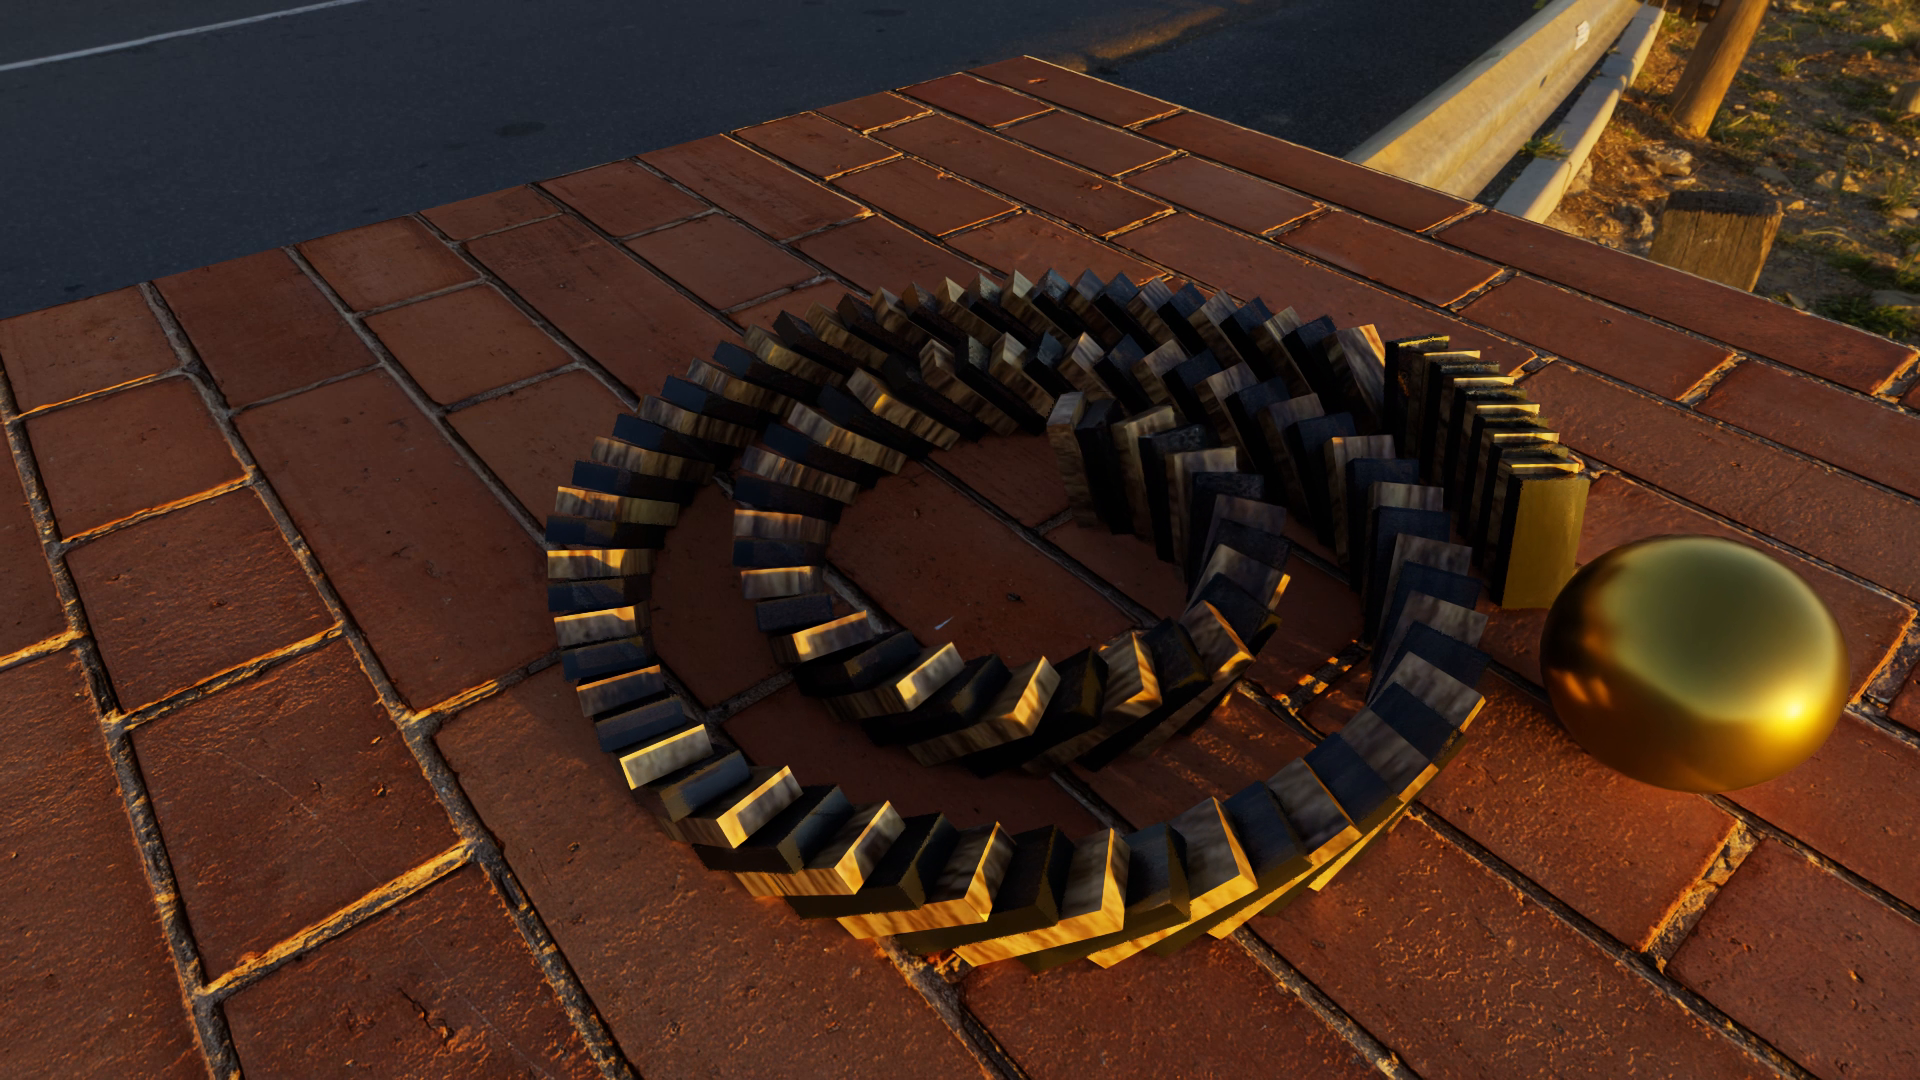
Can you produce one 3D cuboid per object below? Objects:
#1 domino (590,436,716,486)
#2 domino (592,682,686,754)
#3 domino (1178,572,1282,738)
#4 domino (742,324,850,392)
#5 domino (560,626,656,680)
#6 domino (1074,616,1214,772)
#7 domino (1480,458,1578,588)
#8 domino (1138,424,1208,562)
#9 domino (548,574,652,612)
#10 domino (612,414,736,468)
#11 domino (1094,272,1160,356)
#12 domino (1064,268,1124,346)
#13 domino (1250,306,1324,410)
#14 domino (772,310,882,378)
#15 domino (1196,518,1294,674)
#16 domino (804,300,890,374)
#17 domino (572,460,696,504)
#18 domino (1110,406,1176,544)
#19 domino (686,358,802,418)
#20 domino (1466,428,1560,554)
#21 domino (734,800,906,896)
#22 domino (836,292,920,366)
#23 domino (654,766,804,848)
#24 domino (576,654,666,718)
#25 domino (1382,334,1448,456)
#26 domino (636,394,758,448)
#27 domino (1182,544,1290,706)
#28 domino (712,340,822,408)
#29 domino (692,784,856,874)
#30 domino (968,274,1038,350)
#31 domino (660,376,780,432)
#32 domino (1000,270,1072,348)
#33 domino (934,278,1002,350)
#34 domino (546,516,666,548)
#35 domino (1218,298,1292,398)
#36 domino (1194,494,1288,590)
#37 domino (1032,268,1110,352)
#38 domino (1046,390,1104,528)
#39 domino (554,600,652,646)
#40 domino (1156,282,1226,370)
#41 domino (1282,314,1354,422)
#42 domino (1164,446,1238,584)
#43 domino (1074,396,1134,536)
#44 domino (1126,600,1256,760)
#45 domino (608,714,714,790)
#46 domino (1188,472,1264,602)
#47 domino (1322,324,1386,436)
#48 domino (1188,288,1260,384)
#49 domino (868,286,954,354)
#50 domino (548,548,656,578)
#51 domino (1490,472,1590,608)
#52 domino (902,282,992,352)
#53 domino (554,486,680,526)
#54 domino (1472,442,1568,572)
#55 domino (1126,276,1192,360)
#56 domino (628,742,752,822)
[{"bbox_3d":[-0.127,-0.033,0.460,0.025,0.009,0.050,16,3,19],"label":"domino"},{"bbox_3d":[-0.103,0.056,0.352,0.025,0.009,0.050,-18,3,-19],"label":"domino"},{"bbox_3d":[0.082,0.039,0.370,0.009,0.050,0.025,24,15,-48],"label":"domino"},{"bbox_3d":[-0.077,-0.085,0.524,0.050,0.009,0.025,19,18,-47],"label":"domino"},{"bbox_3d":[-0.119,0.038,0.374,0.025,0.009,0.050,-11,2,-13],"label":"domino"},{"bbox_3d":[0.056,0.050,0.357,0.050,0.010,0.025,-42,36,20],"label":"domino"},{"bbox_3d":[0.216,-0.006,0.418,0.025,0.050,0.009,-1,19,-1],"label":"domino"},{"bbox_3d":[0.088,-0.019,0.436,0.025,0.050,0.009,-15,11,-18],"label":"domino"},{"bbox_3d":[-0.129,0.019,0.398,0.025,0.009,0.050,-4,1,-5],"label":"domino"},{"bbox_3d":[-0.122,-0.042,0.472,0.025,0.010,0.050,19,4,22],"label":"domino"},{"bbox_3d":[0.091,-0.109,0.554,0.050,0.010,0.025,44,44,-9],"label":"domino"},{"bbox_3d":[0.076,-0.112,0.557,0.050,0.009,0.025,42,42,-11],"label":"domino"},{"bbox_3d":[0.162,-0.084,0.524,0.025,0.010,0.050,-33,88,-34],"label":"domino"},{"bbox_3d":[-0.064,-0.092,0.532,0.050,0.009,0.025,21,21,-42],"label":"domino"},{"bbox_3d":[0.097,0.020,0.392,0.025,0.050,0.009,21,3,23],"label":"domino"},{"bbox_3d":[-0.050,-0.097,0.539,0.050,0.010,0.025,23,23,-38],"label":"domino"},{"bbox_3d":[-0.132,-0.023,0.448,0.025,0.009,0.050,12,1,15],"label":"domino"},{"bbox_3d":[0.079,-0.026,0.445,0.025,0.050,0.009,-24,18,-26],"label":"domino"},{"bbox_3d":[-0.098,-0.069,0.505,0.025,0.010,0.050,30,9,31],"label":"domino"},{"bbox_3d":[0.217,-0.019,0.434,0.025,0.050,0.009,-1,19,-1],"label":"domino"},{"bbox_3d":[-0.040,0.088,0.313,0.050,0.010,0.025,-20,20,45],"label":"domino"},{"bbox_3d":[-0.036,-0.102,0.544,0.050,0.010,0.025,25,25,-35],"label":"domino"},{"bbox_3d":[-0.069,0.078,0.325,0.025,0.009,0.050,-35,10,-35],"label":"domino"},{"bbox_3d":[-0.111,0.047,0.363,0.025,0.010,0.050,-15,2,-17],"label":"domino"},{"bbox_3d":[0.203,-0.065,0.490,0.025,0.050,0.009,-10,19,-13],"label":"domino"},{"bbox_3d":[-0.115,-0.052,0.483,0.025,0.009,0.050,23,5,25],"label":"domino"},{"bbox_3d":[0.091,0.029,0.381,0.025,0.050,0.010,28,5,30],"label":"domino"},{"bbox_3d":[-0.088,-0.077,0.515,0.025,0.009,0.050,35,12,35],"label":"domino"},{"bbox_3d":[-0.055,0.084,0.318,0.050,0.010,0.025,-18,18,48],"label":"domino"},{"bbox_3d":[0.027,-0.112,0.557,0.050,0.009,0.025,31,32,-24],"label":"domino"},{"bbox_3d":[-0.107,-0.060,0.494,0.025,0.009,0.050,25,7,27],"label":"domino"},{"bbox_3d":[0.043,-0.113,0.558,0.050,0.010,0.025,35,35,-21],"label":"domino"},{"bbox_3d":[0.011,-0.110,0.555,0.050,0.009,0.025,29,30,-27],"label":"domino"},{"bbox_3d":[-0.135,-0.003,0.423,0.025,0.010,0.050,5,0,7],"label":"domino"},{"bbox_3d":[0.149,-0.091,0.531,0.025,0.010,0.050,-36,90,-35],"label":"domino"},{"bbox_3d":[0.101,0.010,0.403,0.025,0.050,0.010,14,3,16],"label":"domino"},{"bbox_3d":[0.060,-0.113,0.558,0.050,0.010,0.025,38,38,-17],"label":"domino"},{"bbox_3d":[0.050,-0.033,0.451,0.010,0.050,0.025,-4,35,26],"label":"domino"},{"bbox_3d":[-0.124,0.028,0.386,0.025,0.010,0.050,-8,1,-10],"label":"domino"},{"bbox_3d":[0.121,-0.101,0.544,0.050,0.010,0.025,49,49,-4],"label":"domino"},{"bbox_3d":[0.175,-0.079,0.516,0.025,0.010,0.050,-26,84,-31],"label":"domino"},{"bbox_3d":[0.095,-0.010,0.426,0.025,0.050,0.010,-7,6,-9],"label":"domino"},{"bbox_3d":[0.063,-0.030,0.448,0.009,0.050,0.025,-4,32,35],"label":"domino"},{"bbox_3d":[0.070,0.046,0.361,0.009,0.050,0.025,30,21,-38],"label":"domino"},{"bbox_3d":[-0.094,0.064,0.341,0.025,0.009,0.050,-21,4,-23],"label":"domino"},{"bbox_3d":[0.100,0.000,0.415,0.025,0.050,0.010,2,3,2],"label":"domino"},{"bbox_3d":[0.189,-0.074,0.509,0.025,0.010,0.050,-14,78,-26],"label":"domino"},{"bbox_3d":[0.135,-0.096,0.538,0.050,0.009,0.025,51,51,-2],"label":"domino"},{"bbox_3d":[-0.021,-0.105,0.549,0.050,0.009,0.025,26,27,-33],"label":"domino"},{"bbox_3d":[-0.132,0.008,0.410,0.025,0.010,0.050,-1,0,-2],"label":"domino"},{"bbox_3d":[0.216,0.000,0.411,0.025,0.050,0.009,-1,19,-1],"label":"domino"},{"bbox_3d":[-0.005,-0.108,0.552,0.050,0.010,0.025,27,28,-30],"label":"domino"},{"bbox_3d":[-0.135,-0.013,0.436,0.025,0.010,0.050,9,1,12],"label":"domino"},{"bbox_3d":[0.217,-0.012,0.426,0.025,0.050,0.009,-1,19,-1],"label":"domino"},{"bbox_3d":[0.107,-0.106,0.549,0.050,0.010,0.025,47,47,-6],"label":"domino"},{"bbox_3d":[-0.083,0.072,0.332,0.025,0.009,0.050,-26,6,-28],"label":"domino"}]
